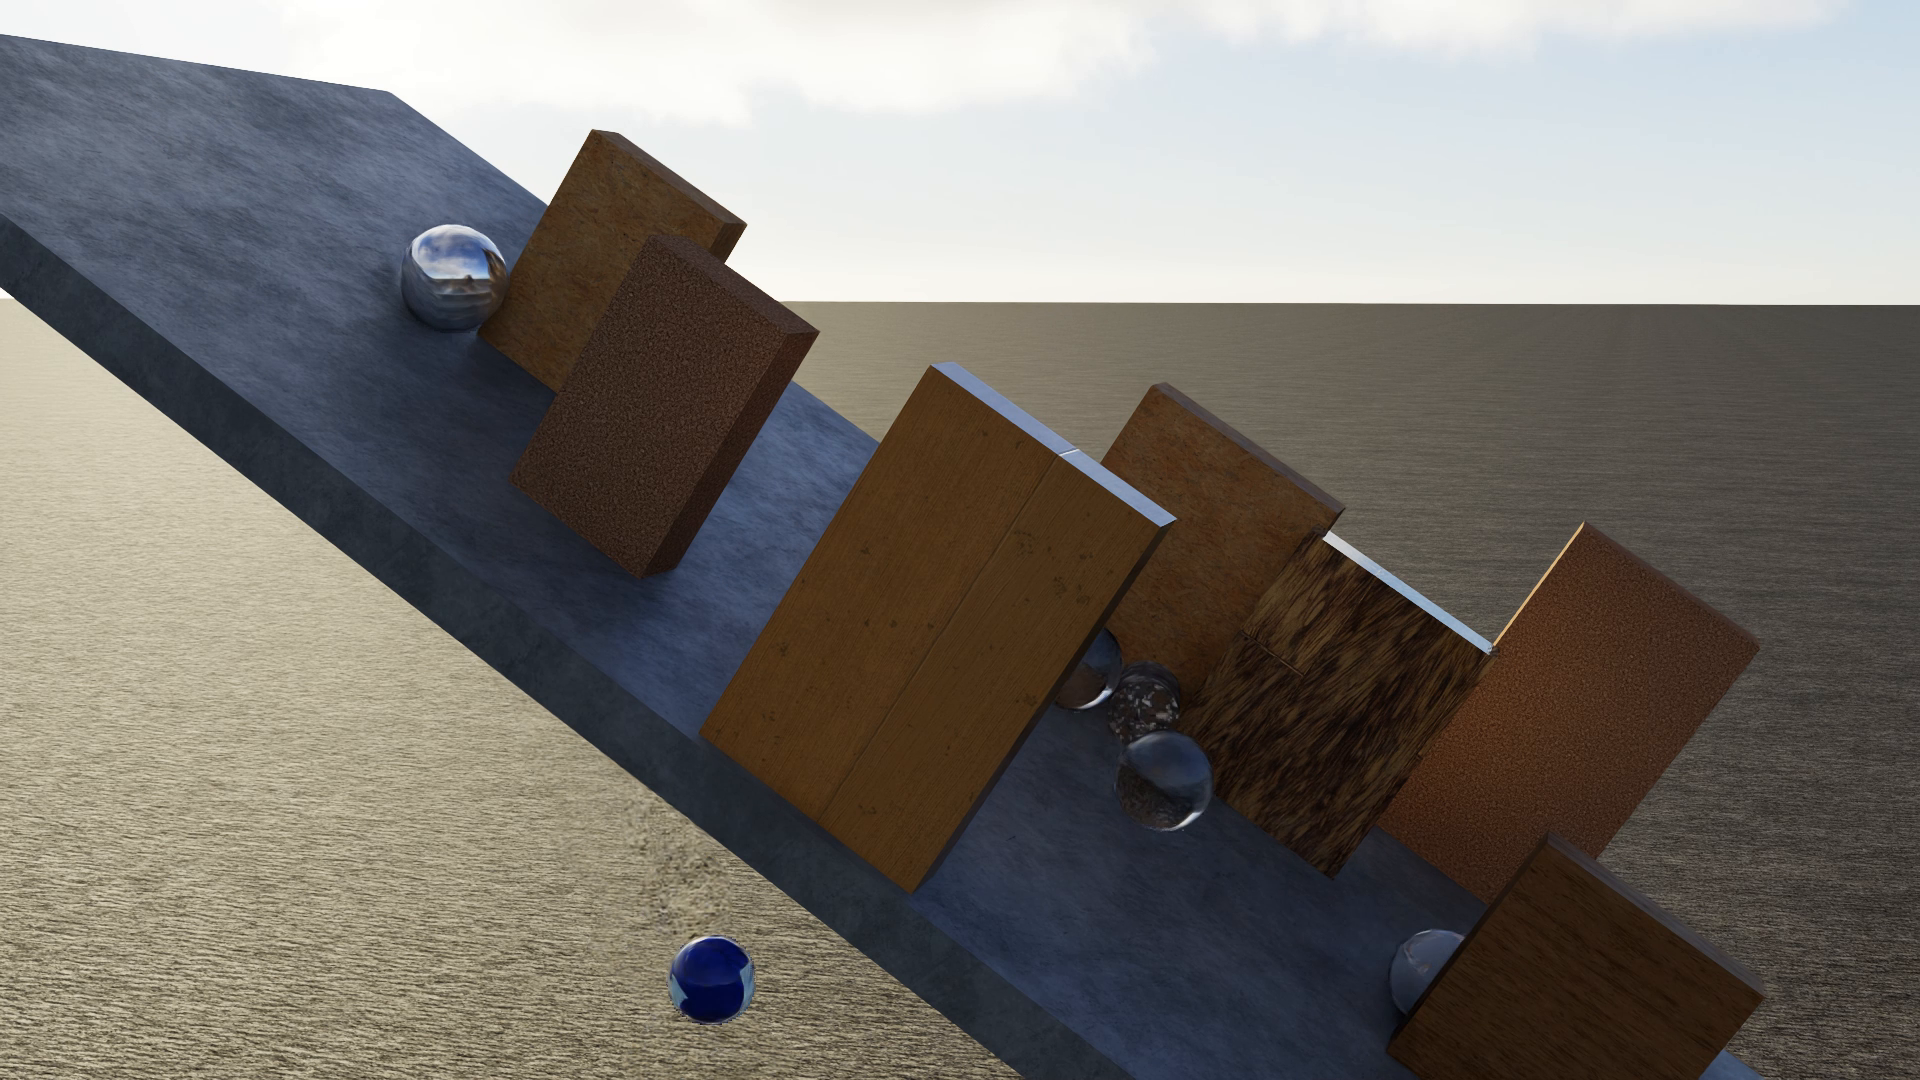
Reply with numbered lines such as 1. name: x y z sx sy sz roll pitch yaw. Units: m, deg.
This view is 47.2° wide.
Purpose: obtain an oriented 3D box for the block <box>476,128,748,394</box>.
1. block: -0.654 -0.489 4.123 0.314 0.452 0.111 36 15 10

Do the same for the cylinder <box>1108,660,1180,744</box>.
1. cylinder: 0.358 0.319 4.265 0.137 0.137 0.137 1 13 7

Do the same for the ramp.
1. ramp: -0.122 0.207 4.097 4.000 0.100 2.000 36 15 10

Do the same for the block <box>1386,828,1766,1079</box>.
1. block: 0.987 0.768 3.549 0.400 0.443 0.097 36 15 10

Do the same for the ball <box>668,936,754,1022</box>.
1. ball: -0.329 0.582 2.913 0.113 0.113 0.113 0 7 0

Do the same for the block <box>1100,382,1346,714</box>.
1. block: 0.424 0.044 4.424 0.441 0.567 0.136 36 15 10

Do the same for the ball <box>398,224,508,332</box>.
1. ball: -0.929 -0.480 4.033 0.195 0.195 0.195 0 7 0

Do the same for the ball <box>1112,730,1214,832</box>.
1. ball: 0.358 0.422 3.863 0.178 0.178 0.178 0 7 0

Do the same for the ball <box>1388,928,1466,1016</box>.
1. ball: 0.824 0.756 3.780 0.172 0.172 0.172 0 7 0

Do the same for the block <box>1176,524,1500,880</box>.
1. block: 0.704 0.310 4.235 0.419 0.531 0.121 36 15 10

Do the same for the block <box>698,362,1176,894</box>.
1. block: -0.039 0.124 3.101 0.386 0.639 0.109 36 15 10

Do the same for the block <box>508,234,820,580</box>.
1. block: -0.483 -0.217 3.577 0.280 0.476 0.141 36 15 10

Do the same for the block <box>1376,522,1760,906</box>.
1. block: 1.261 0.399 4.627 0.423 0.768 0.126 36 15 10

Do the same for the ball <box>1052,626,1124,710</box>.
1. ball: 0.221 0.234 4.173 0.177 0.177 0.177 0 7 0
